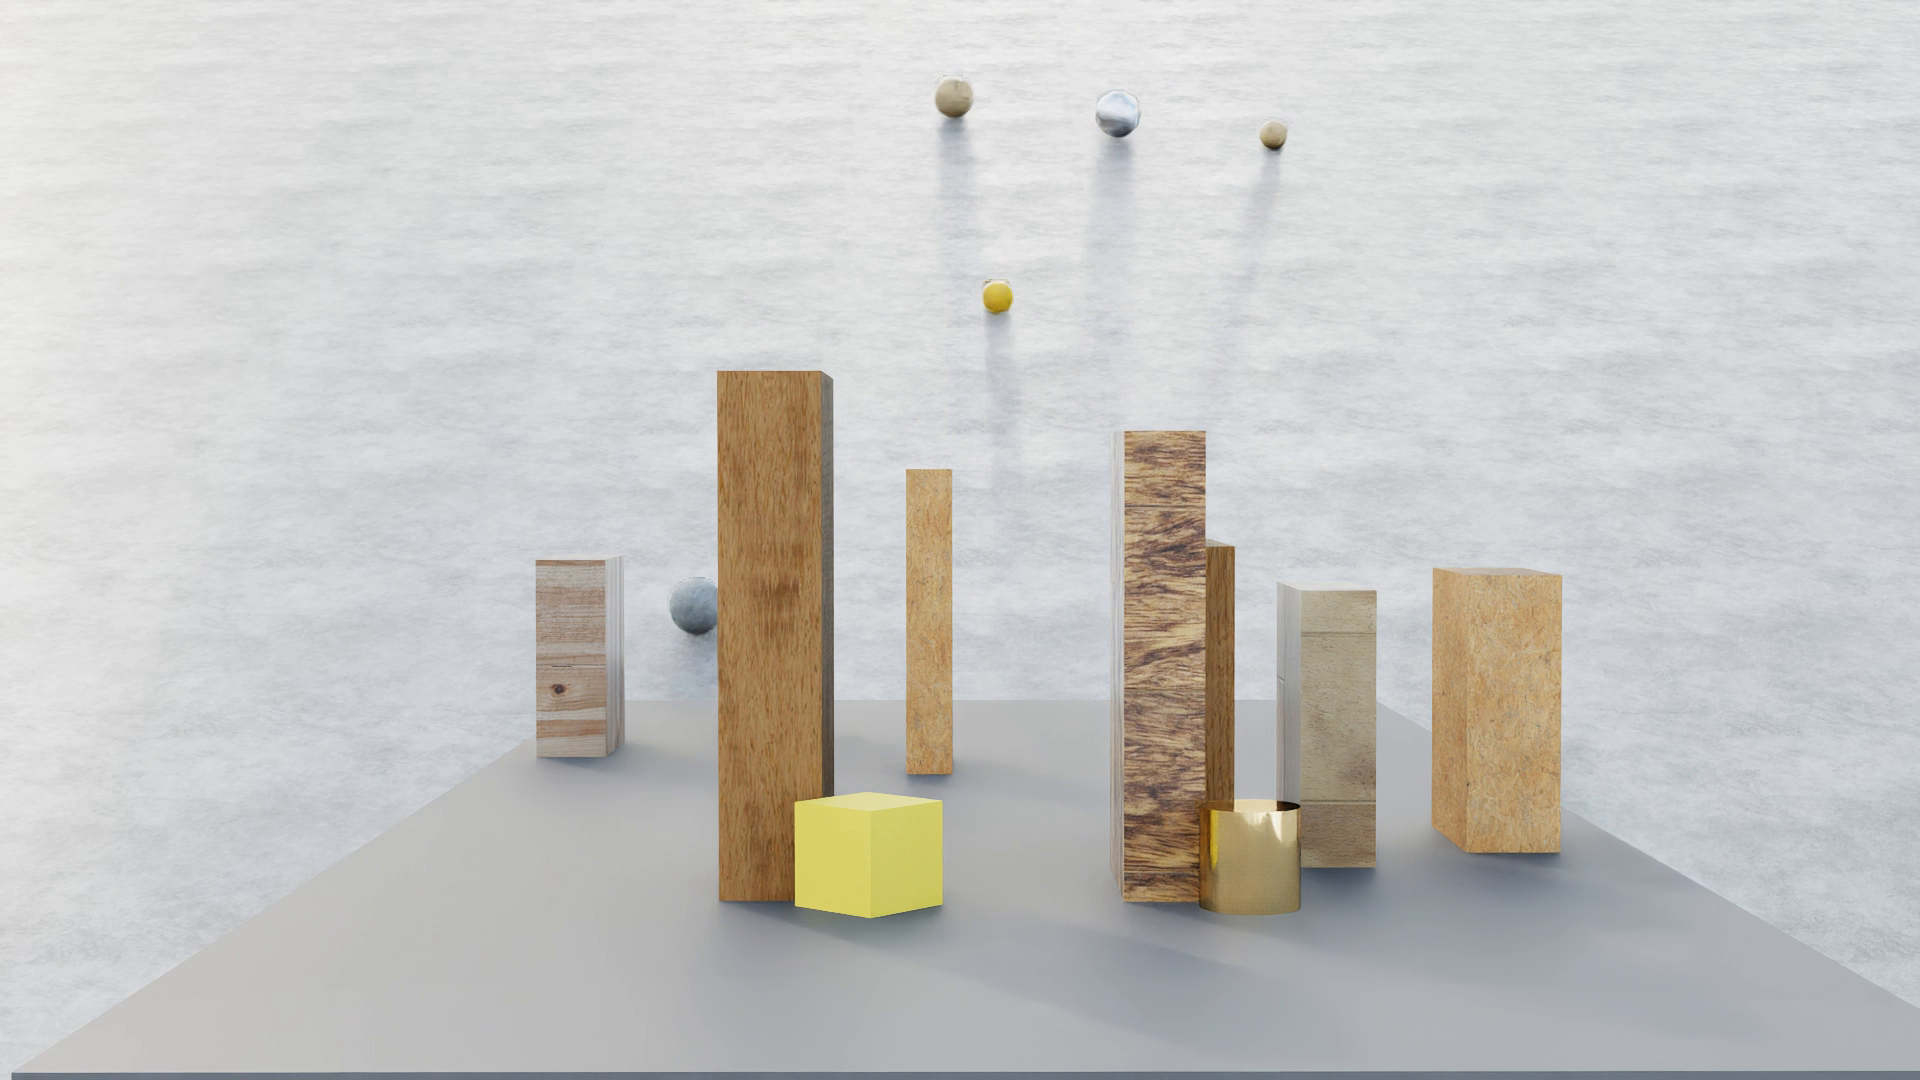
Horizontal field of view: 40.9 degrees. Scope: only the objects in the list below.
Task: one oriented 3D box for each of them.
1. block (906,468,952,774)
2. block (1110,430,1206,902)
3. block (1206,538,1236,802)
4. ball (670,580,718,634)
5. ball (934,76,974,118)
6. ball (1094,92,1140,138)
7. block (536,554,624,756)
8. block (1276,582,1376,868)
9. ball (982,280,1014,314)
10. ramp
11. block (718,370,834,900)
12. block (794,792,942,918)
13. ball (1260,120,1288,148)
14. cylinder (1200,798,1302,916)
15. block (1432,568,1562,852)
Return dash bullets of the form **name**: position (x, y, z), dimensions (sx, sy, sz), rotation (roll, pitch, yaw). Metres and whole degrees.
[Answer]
- **block**: position (-0.060, 0.155, 5.117), dimensions (0.089, 0.590, 0.260), rotation (0, 2, 0)
- **block**: position (0.281, 0.169, 3.695), dimensions (0.111, 0.647, 0.320), rotation (0, 2, 0)
- **block**: position (0.343, 0.243, 4.002), dimensions (0.126, 0.480, 0.386), rotation (0, 2, 0)
- **ball**: position (-0.723, 0.183, 7.073), dimensions (0.150, 0.150, 0.150), rotation (0, 25, 0)
- **ball**: position (-0.028, -2.018, 11.746), dimensions (0.185, 0.185, 0.185), rotation (0, 25, 0)
- **ball**: position (0.701, -1.891, 11.451), dimensions (0.204, 0.204, 0.204), rotation (0, 25, 0)
- **block**: position (-0.798, 0.238, 5.437), dimensions (0.143, 0.405, 0.303), rotation (0, 2, 0)
- **block**: position (0.563, 0.277, 3.983), dimensions (0.113, 0.413, 0.290), rotation (0, 2, 0)
- **ball**: position (0.137, -0.887, 9.402), dimensions (0.117, 0.117, 0.117), rotation (0, 25, 0)
- **ramp**: position (0.057, 0.517, 4.557), dimensions (2.000, 0.100, 4.000), rotation (0, 2, 0)
- **block**: position (-0.262, 0.127, 3.721), dimensions (0.142, 0.730, 0.357), rotation (0, 2, 0)
- **block**: position (-0.124, 0.427, 3.515), dimensions (0.142, 0.142, 0.142), rotation (2, 2, 42)
- **ball**: position (1.375, -1.779, 11.304), dimensions (0.124, 0.124, 0.124), rotation (0, 25, 0)
- **cylinder**: position (0.394, 0.430, 3.504), dimensions (0.138, 0.138, 0.138), rotation (0, 2, 0)
- **block**: position (0.856, 0.265, 4.128), dimensions (0.145, 0.429, 0.295), rotation (0, 2, 0)
